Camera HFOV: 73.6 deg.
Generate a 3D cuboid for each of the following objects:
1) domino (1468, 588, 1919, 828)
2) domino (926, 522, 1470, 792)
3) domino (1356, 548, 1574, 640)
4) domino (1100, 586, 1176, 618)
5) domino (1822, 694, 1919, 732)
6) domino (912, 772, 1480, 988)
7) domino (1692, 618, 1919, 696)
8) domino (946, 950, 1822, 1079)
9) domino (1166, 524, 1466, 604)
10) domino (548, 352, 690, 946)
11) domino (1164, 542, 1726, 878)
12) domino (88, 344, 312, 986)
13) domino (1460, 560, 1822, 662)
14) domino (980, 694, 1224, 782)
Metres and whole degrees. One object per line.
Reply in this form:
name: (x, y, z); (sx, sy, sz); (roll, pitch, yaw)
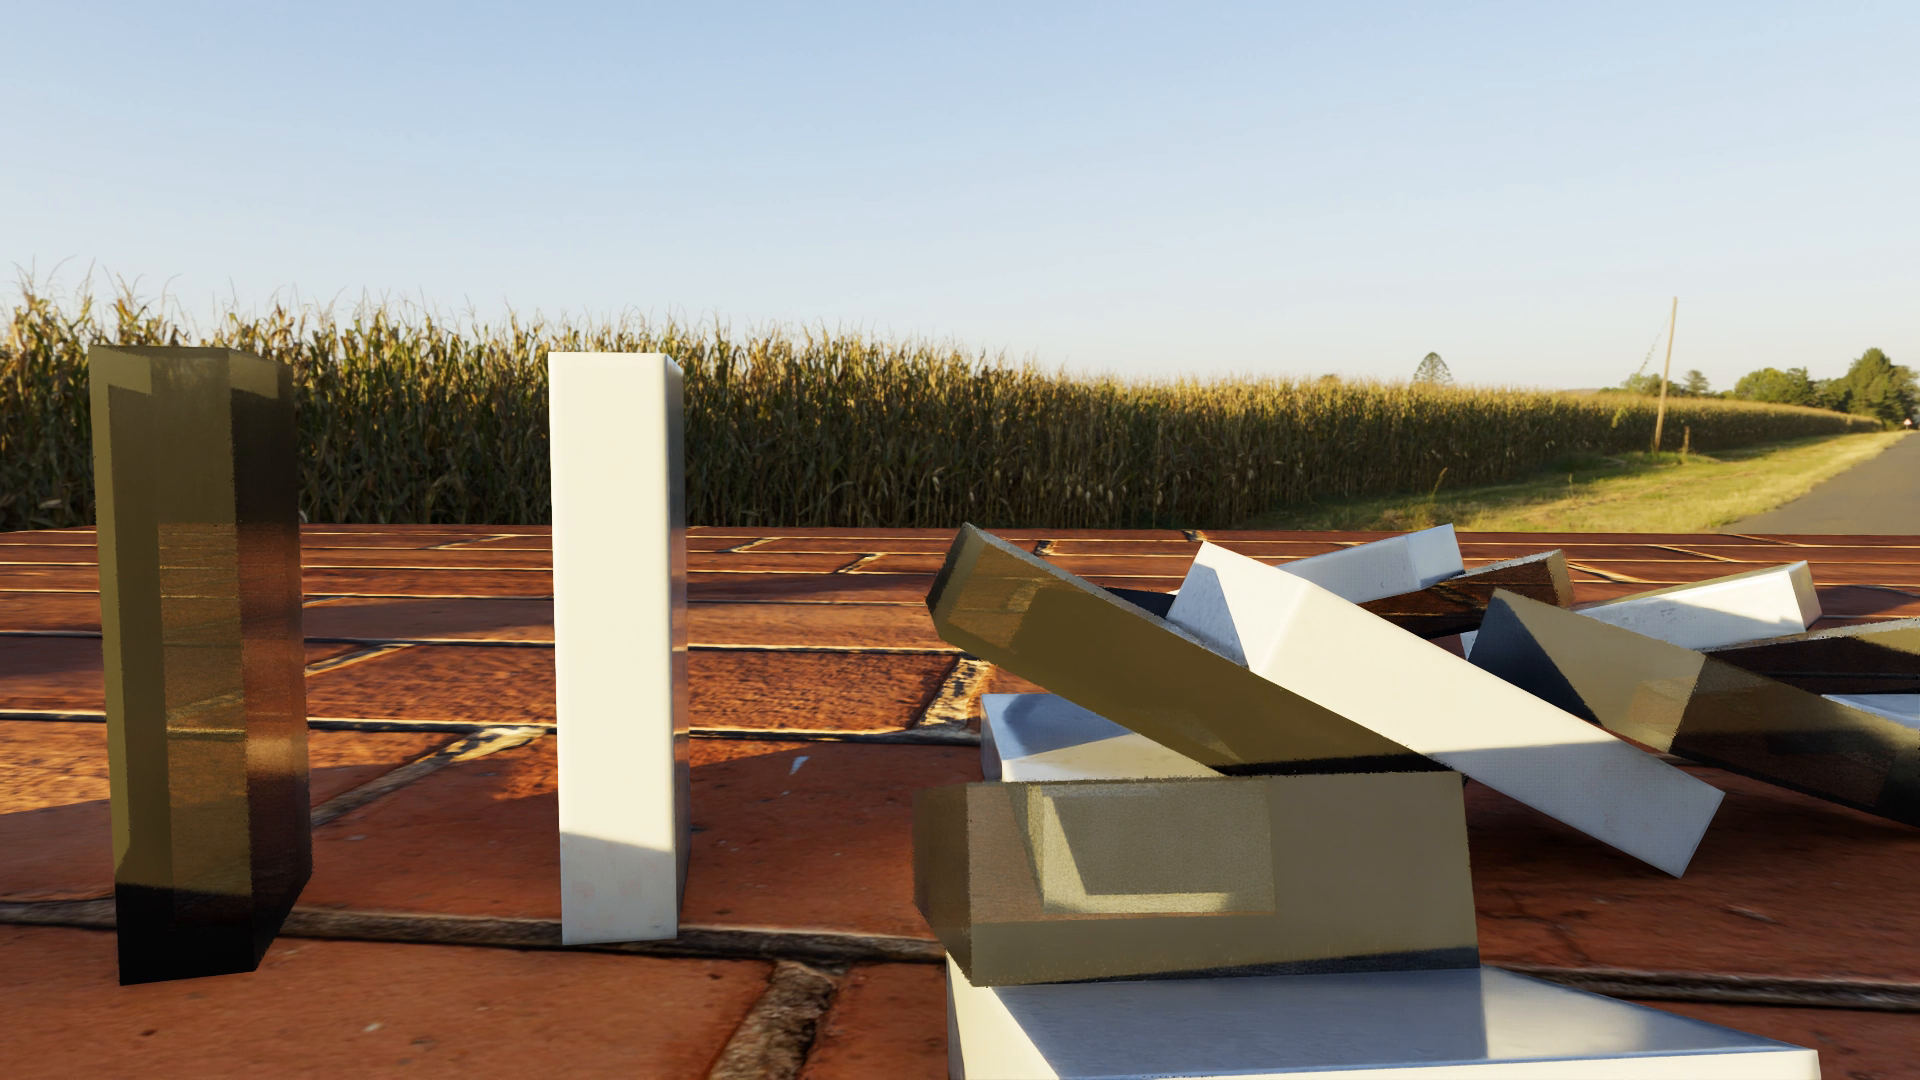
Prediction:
domino: (0.082, 0.019, 0.138); (0.050, 0.010, 0.025); (17, 5, -26)
domino: (0.022, 0.014, 0.128); (0.050, 0.010, 0.025); (26, 3, -6)
domino: (0.086, 0.013, 0.241); (0.050, 0.009, 0.025); (-16, -5, 31)
domino: (0.032, 0.018, 0.174); (0.050, 0.010, 0.025); (5, -32, 47)
domino: (0.127, 0.027, 0.145); (0.025, 0.010, 0.050); (0, 4, -2)
domino: (0.011, 0.021, 0.087); (0.025, 0.009, 0.050); (0, -11, -5)
domino: (0.135, 0.018, 0.189); (0.025, 0.009, 0.050); (-4, -9, -40)
domino: (0.014, 0.026, 0.064); (0.025, 0.009, 0.050); (0, -11, -5)
domino: (0.065, 0.008, 0.242); (0.050, 0.009, 0.025); (-17, -5, 38)
domino: (-0.031, 0.009, 0.120); (0.010, 0.050, 0.025); (-1, 4, -9)
domino: (0.048, 0.017, 0.132); (0.050, 0.010, 0.025); (26, 3, -13)
domino: (-0.065, 0.009, 0.112); (0.010, 0.050, 0.025); (-1, 4, -17)
domino: (0.115, 0.015, 0.218); (0.050, 0.009, 0.025); (-18, -8, 38)
domino: (0.016, 0.027, 0.146); (0.025, 0.010, 0.050); (0, 4, -3)
